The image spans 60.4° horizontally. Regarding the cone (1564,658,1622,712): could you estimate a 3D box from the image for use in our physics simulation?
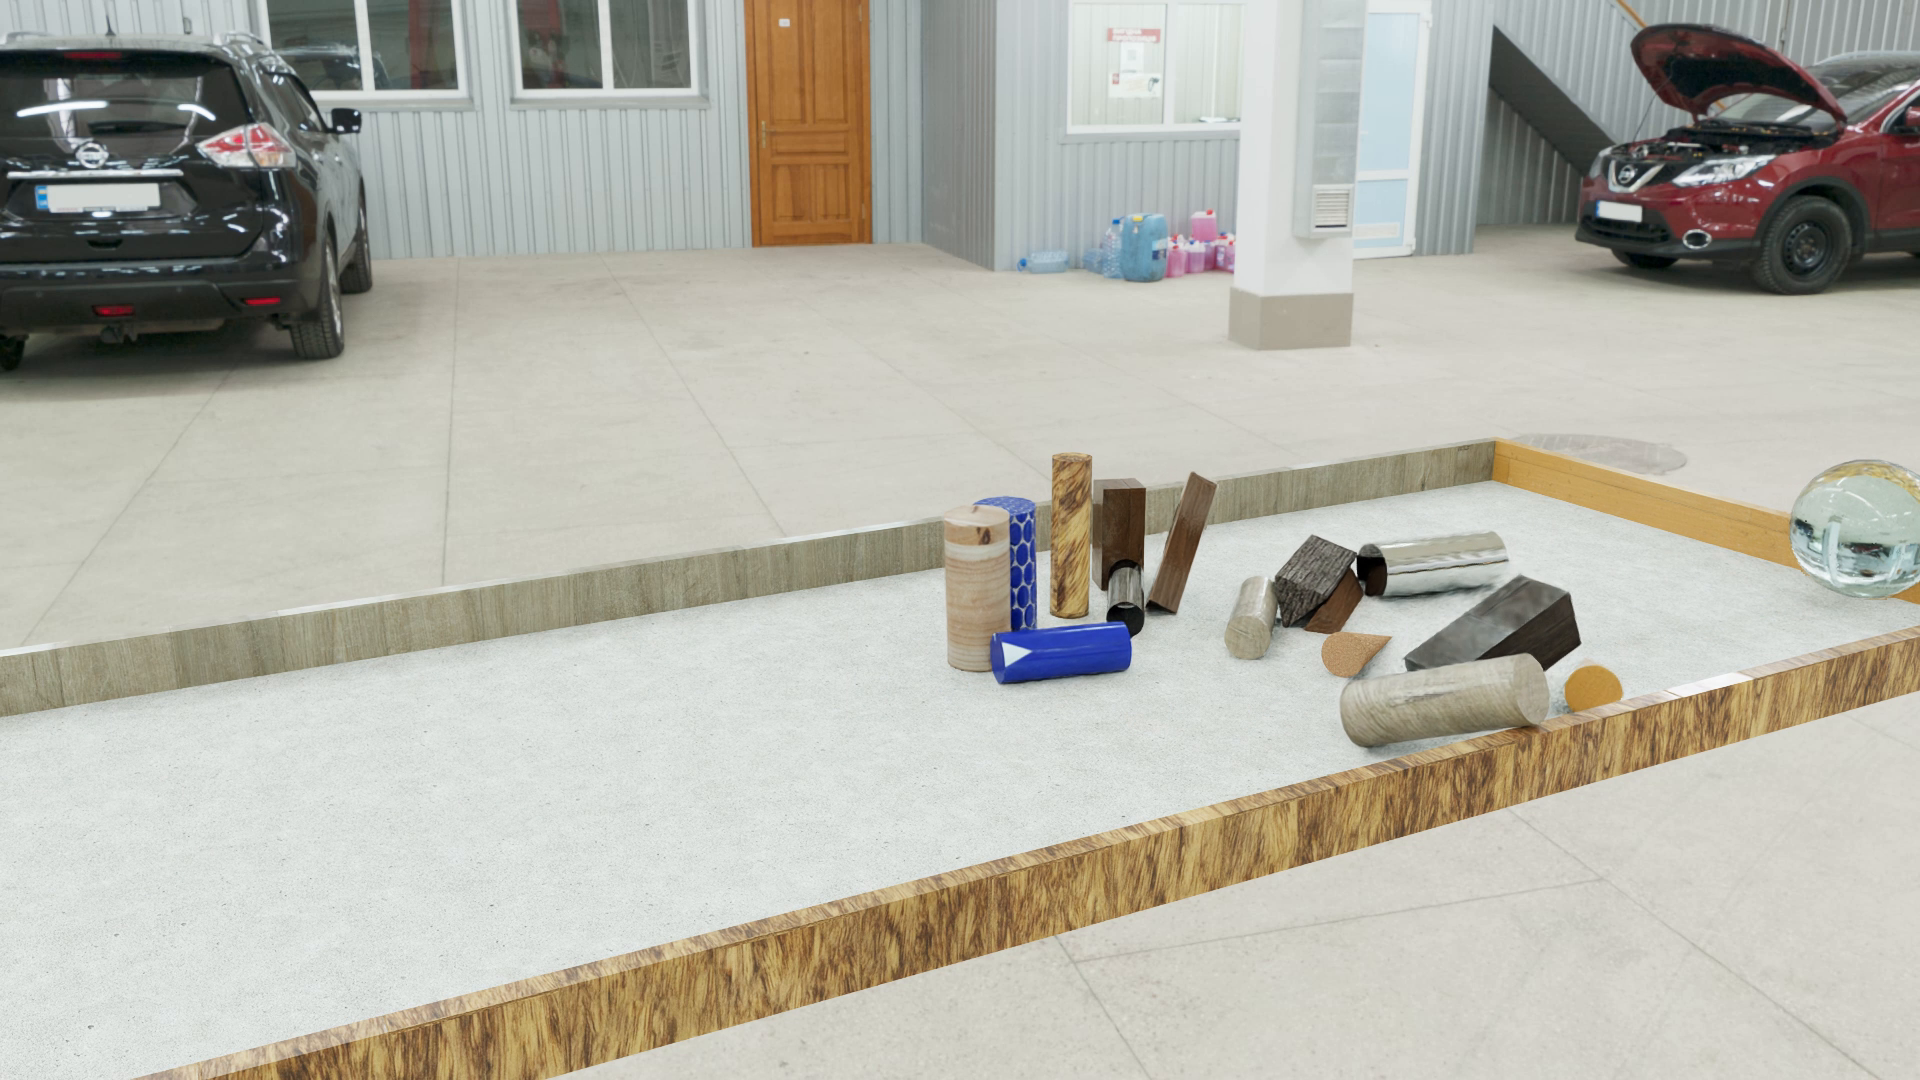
[{"bbox_3d":[1.567,0.333,4.109,0.128,0.128,0.436,5,9,18],"label":"cone"}]

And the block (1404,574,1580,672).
[{"bbox_3d":[1.271,0.264,3.934,0.389,0.155,0.155,-31,27,-18],"label":"block"}]

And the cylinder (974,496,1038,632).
[{"bbox_3d":[0.120,0.089,4.372,0.167,0.375,0.167,-1,19,1],"label":"cylinder"}]

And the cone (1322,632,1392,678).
[{"bbox_3d":[1.070,0.275,4.316,0.116,0.116,0.365,11,11,33],"label":"cone"}]

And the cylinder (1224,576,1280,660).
[{"bbox_3d":[0.790,0.206,4.444,0.118,0.118,0.357,4,17,14],"label":"cylinder"}]

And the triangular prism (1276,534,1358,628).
[{"bbox_3d":[0.990,0.091,4.694,0.150,0.130,0.440,-41,-4,28],"label":"triangular prism"}]

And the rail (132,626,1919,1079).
[{"bbox_3d":[-2.336,1.006,1.665,12.000,0.150,0.050,-9,18,-27],"label":"rail"}]

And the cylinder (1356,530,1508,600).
[{"bbox_3d":[1.380,0.072,4.823,0.407,0.163,0.163,-6,17,-18],"label":"cylinder"}]

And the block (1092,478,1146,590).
[{"bbox_3d":[0.467,-0.018,4.868,0.127,0.305,0.127,-2,15,-8],"label":"block"}]

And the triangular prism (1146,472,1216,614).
[{"bbox_3d":[0.614,0.009,4.707,0.098,0.397,0.085,27,-16,-26],"label":"triangular prism"}]

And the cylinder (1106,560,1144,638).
[{"bbox_3d":[0.465,0.160,4.627,0.103,0.103,0.393,2,16,6],"label":"cylinder"}]

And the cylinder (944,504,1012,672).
[{"bbox_3d":[0.046,0.124,4.211,0.167,0.396,0.167,-1,20,0],"label":"cylinder"}]

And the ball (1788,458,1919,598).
[{"bbox_3d":[2.552,-0.032,4.643,0.393,0.393,0.393,0,16,0],"label":"ball"}]

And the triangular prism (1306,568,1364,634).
[{"bbox_3d":[1.060,0.165,4.646,0.091,0.079,0.379,7,18,23],"label":"triangular prism"}]

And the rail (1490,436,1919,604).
[{"bbox_3d":[2.466,-0.048,5.253,0.050,0.150,2.100,-9,18,-27],"label":"rail"}]

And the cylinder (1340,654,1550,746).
[{"bbox_3d":[1.054,0.354,3.612,0.424,0.151,0.151,-16,1,45],"label":"cylinder"}]

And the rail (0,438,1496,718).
[{"bbox_3d":[-3.305,0.497,3.399,12.000,0.150,0.050,-9,18,-27],"label":"rail"}]

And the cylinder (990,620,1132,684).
[{"bbox_3d":[0.255,0.282,4.170,0.335,0.127,0.127,-5,17,-15],"label":"cylinder"}]

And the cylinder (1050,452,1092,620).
[{"bbox_3d":[0.308,-0.012,4.593,0.111,0.451,0.111,0,16,0],"label":"cylinder"}]
